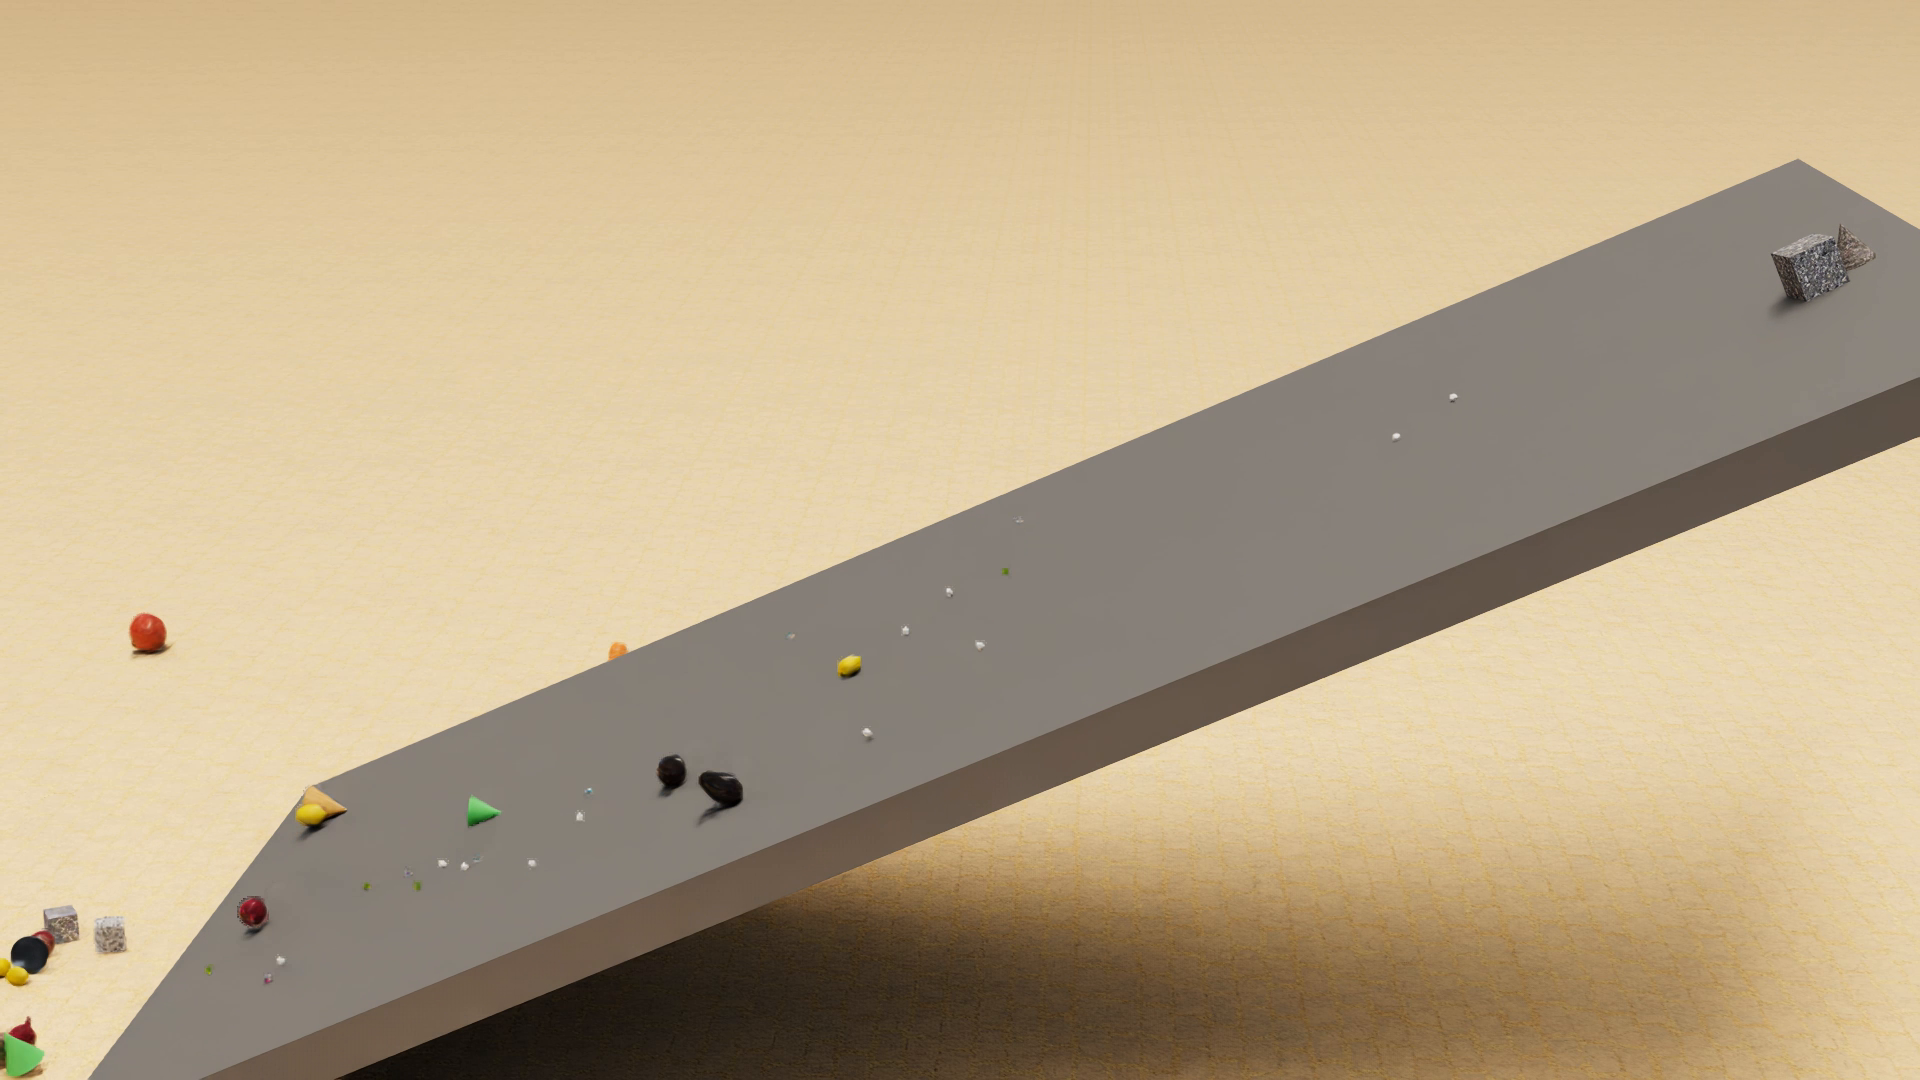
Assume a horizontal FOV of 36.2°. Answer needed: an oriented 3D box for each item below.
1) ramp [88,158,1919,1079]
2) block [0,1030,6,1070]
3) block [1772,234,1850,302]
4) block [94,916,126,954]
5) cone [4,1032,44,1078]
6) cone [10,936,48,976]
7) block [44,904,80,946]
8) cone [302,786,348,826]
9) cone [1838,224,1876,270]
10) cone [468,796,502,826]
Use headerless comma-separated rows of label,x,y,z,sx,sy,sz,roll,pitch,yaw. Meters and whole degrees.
ramp,0.132,0.170,6.284,4.000,0.100,2.000,-23,13,8
block,-2.025,1.068,6.142,0.064,0.064,0.064,-12,19,-37
block,1.683,-0.540,5.824,0.096,0.096,0.096,-25,13,-2
block,-1.949,0.906,6.746,0.064,0.064,0.064,-4,16,-14
cone,-1.960,1.054,6.102,0.085,0.085,0.085,-20,26,10
cone,-2.089,0.943,6.655,0.089,0.089,0.089,1,-12,5
block,-2.078,0.890,6.801,0.065,0.065,0.065,-8,17,-26
cone,-1.523,0.648,7.101,0.099,0.099,0.099,5,16,9
cone,1.777,-0.595,5.889,0.088,0.088,0.088,-23,13,6
cone,-1.037,0.595,6.439,0.070,0.070,0.070,3,15,1
